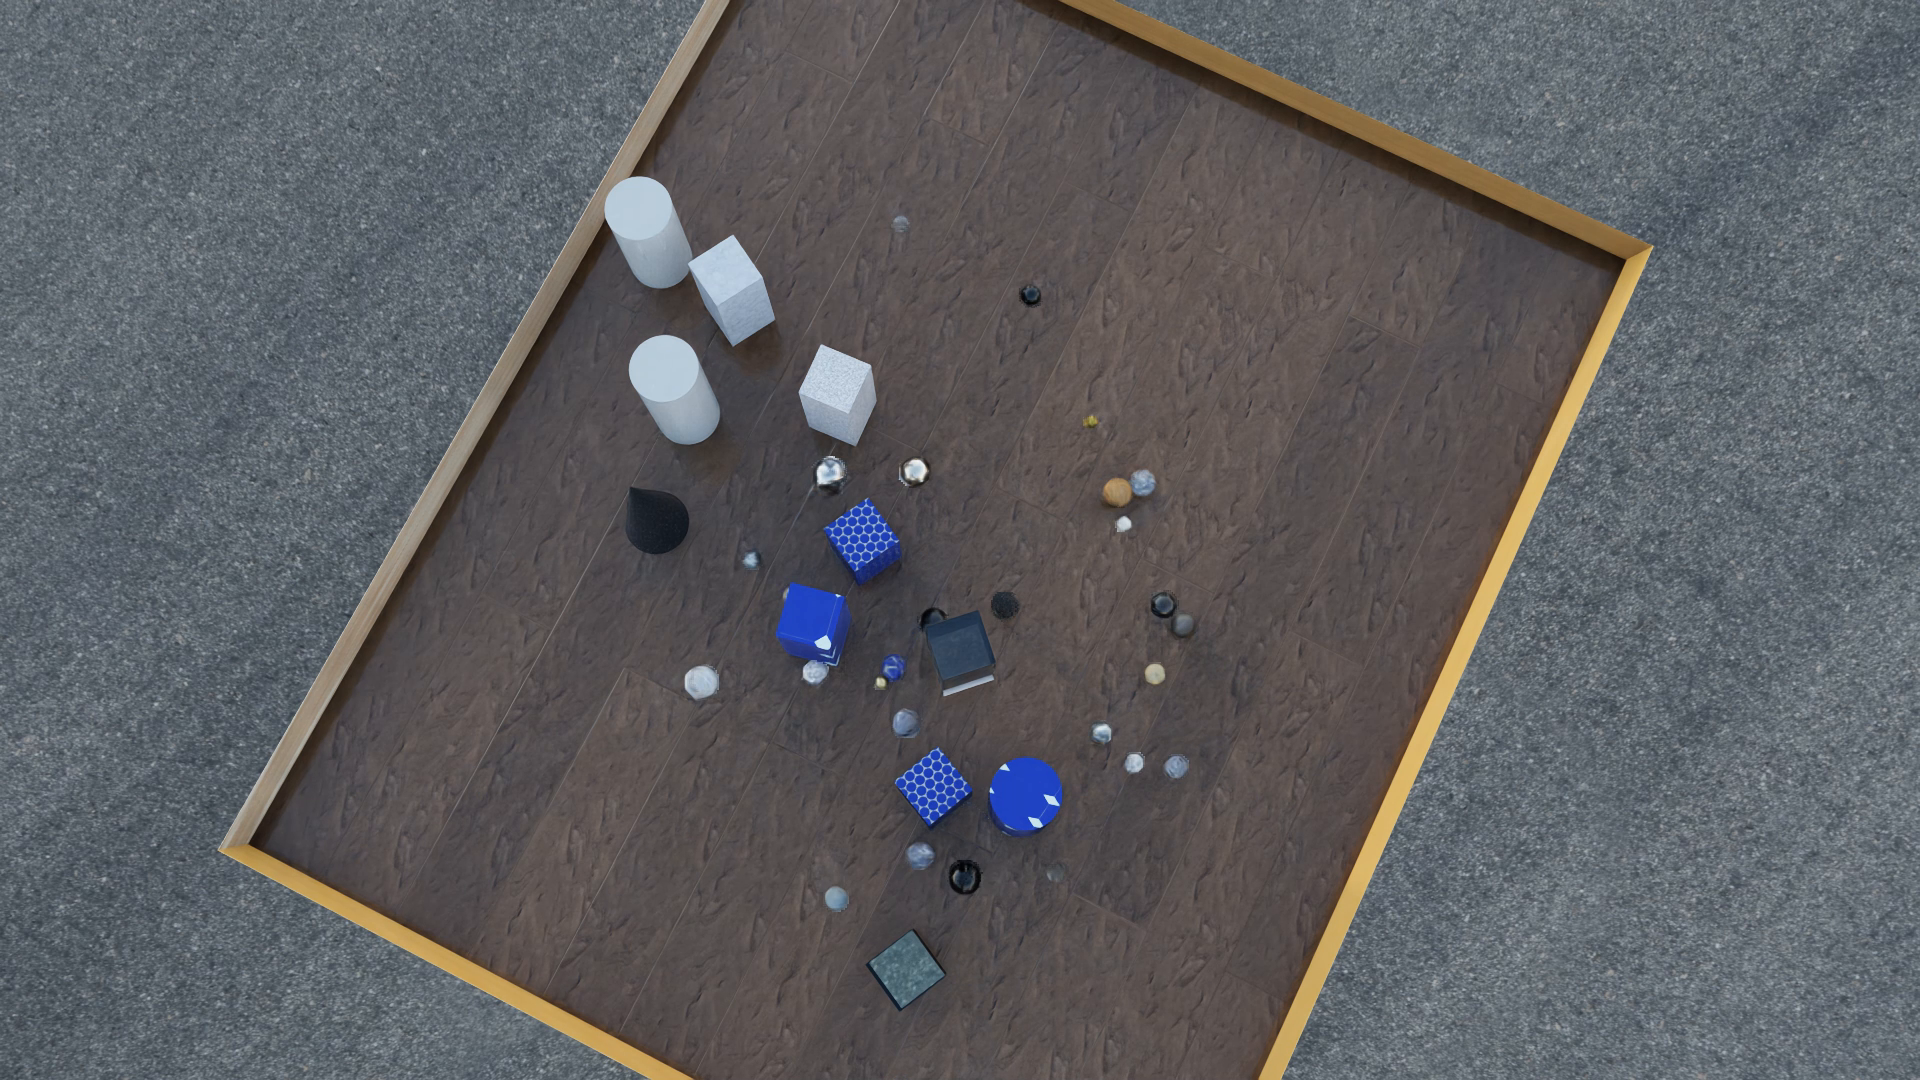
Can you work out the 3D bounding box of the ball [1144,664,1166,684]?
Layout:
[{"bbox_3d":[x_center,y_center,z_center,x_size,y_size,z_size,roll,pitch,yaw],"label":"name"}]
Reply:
[{"bbox_3d":[0.585,0.402,5.501,0.063,0.063,0.063,0,78,0],"label":"ball"}]

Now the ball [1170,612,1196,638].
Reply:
[{"bbox_3d":[0.674,0.259,5.523,0.078,0.078,0.078,0,78,0],"label":"ball"}]

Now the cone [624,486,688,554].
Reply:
[{"bbox_3d":[-0.931,-0.102,5.396,0.199,0.474,0.199,0,78,0],"label":"cone"}]

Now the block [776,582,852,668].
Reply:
[{"bbox_3d":[-0.426,0.252,5.381,0.159,0.359,0.159,15,79,3],"label":"block"}]

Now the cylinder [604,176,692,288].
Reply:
[{"bbox_3d":[-0.946,-0.933,5.595,0.199,0.420,0.199,0,78,0],"label":"cylinder"}]

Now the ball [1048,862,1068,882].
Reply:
[{"bbox_3d":[0.286,0.978,5.385,0.058,0.058,0.058,0,78,0],"label":"ball"}]

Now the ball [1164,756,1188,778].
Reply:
[{"bbox_3d":[0.642,0.675,5.443,0.066,0.066,0.066,0,78,0],"label":"ball"}]

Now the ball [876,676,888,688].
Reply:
[{"bbox_3d":[-0.234,0.427,5.507,0.041,0.041,0.041,0,78,0],"label":"ball"}]

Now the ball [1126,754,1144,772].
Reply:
[{"bbox_3d":[0.519,0.664,5.452,0.054,0.054,0.054,0,78,0],"label":"ball"}]

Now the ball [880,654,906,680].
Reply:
[{"bbox_3d":[-0.200,0.381,5.497,0.076,0.076,0.076,0,78,0],"label":"ball"}]

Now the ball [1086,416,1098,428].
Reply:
[{"bbox_3d":[0.408,-0.366,5.672,0.040,0.040,0.040,0,78,0],"label":"ball"}]

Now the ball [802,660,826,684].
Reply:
[{"bbox_3d":[-0.436,0.395,5.493,0.072,0.072,0.072,0,78,0],"label":"ball"}]

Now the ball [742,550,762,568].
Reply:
[{"bbox_3d":[-0.633,0.059,5.575,0.057,0.057,0.057,0,78,0],"label":"ball"}]

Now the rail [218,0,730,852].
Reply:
[{"bbox_3d":[-1.328,-0.643,5.683,0.045,0.129,3.571,26,80,5],"label":"rail"}]

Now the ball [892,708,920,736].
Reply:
[{"bbox_3d":[-0.160,0.545,5.461,0.084,0.084,0.084,0,78,0],"label":"ball"}]

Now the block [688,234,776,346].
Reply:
[{"bbox_3d":[-0.691,-0.753,5.574,0.159,0.389,0.159,-34,80,-7],"label":"block"}]

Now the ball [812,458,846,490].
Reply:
[{"bbox_3d":[-0.401,-0.200,5.607,0.099,0.099,0.099,0,78,0],"label":"ball"}]

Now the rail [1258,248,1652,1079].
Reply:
[{"bbox_3d":[1.328,0.657,5.414,0.045,0.129,3.571,26,80,5],"label":"rail"}]

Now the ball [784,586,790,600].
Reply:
[{"bbox_3d":[-0.507,0.166,5.553,0.057,0.057,0.057,0,78,0],"label":"ball"}]

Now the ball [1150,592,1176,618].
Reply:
[{"bbox_3d":[0.615,0.197,5.535,0.079,0.079,0.079,0,78,0],"label":"ball"}]

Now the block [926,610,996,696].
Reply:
[{"bbox_3d":[0.002,0.334,5.355,0.159,0.377,0.159,-18,79,-4],"label":"block"}]

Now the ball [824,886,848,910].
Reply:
[{"bbox_3d":[-0.364,1.048,5.366,0.067,0.067,0.067,0,78,0],"label":"ball"}]

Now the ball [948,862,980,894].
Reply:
[{"bbox_3d":[0.014,0.990,5.363,0.095,0.095,0.095,0,78,0],"label":"ball"}]

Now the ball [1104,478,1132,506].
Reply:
[{"bbox_3d":[0.481,-0.146,5.602,0.087,0.087,0.087,0,78,0],"label":"ball"}]

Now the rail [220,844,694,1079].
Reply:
[{"bbox_3d":[-0.788,1.550,5.229,3.016,0.129,0.045,26,80,5],"label":"rail"}]

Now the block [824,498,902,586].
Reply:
[{"bbox_3d":[-0.289,0.009,5.491,0.159,0.243,0.159,-35,80,-7],"label":"block"}]

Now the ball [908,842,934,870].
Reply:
[{"bbox_3d":[-0.115,0.926,5.384,0.080,0.080,0.080,0,78,0],"label":"ball"}]

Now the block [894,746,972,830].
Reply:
[{"bbox_3d":[-0.076,0.724,5.333,0.159,0.261,0.159,-39,81,-7],"label":"block"}]

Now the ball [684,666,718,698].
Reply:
[{"bbox_3d":[-0.775,0.426,5.479,0.098,0.098,0.098,0,78,0],"label":"ball"}]

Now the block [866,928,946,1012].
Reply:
[{"bbox_3d":[-0.151,1.220,5.212,0.159,0.299,0.159,-36,81,-7],"label":"block"}]

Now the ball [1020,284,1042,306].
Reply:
[{"bbox_3d":[0.223,-0.766,5.742,0.065,0.065,0.065,0,78,0],"label":"ball"}]

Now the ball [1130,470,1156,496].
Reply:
[{"bbox_3d":[0.560,-0.175,5.612,0.081,0.081,0.081,0,78,0],"label":"ball"}]

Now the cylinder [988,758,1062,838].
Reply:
[{"bbox_3d":[0.181,0.740,5.236,0.199,0.446,0.199,0,78,0],"label":"cylinder"}]

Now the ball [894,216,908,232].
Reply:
[{"bbox_3d":[-0.187,-1.001,5.799,0.048,0.048,0.048,0,78,0],"label":"ball"}]

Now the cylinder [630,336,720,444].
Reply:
[{"bbox_3d":[-0.845,-0.441,5.464,0.199,0.478,0.199,0,78,0],"label":"cylinder"}]

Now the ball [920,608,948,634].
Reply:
[{"bbox_3d":[-0.079,0.247,5.522,0.085,0.085,0.085,0,78,0],"label":"ball"}]

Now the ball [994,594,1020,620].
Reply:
[{"bbox_3d":[0.140,0.200,5.535,0.079,0.079,0.079,0,78,0],"label":"ball"}]

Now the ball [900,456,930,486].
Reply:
[{"bbox_3d":[-0.136,-0.211,5.613,0.092,0.092,0.092,0,78,0],"label":"ball"}]

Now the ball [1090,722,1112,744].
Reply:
[{"bbox_3d":[0.420,0.576,5.464,0.065,0.065,0.065,0,78,0],"label":"ball"}]

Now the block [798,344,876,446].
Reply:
[{"bbox_3d":[-0.364,-0.430,5.513,0.159,0.378,0.159,23,79,5],"label":"block"}]

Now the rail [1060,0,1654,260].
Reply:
[{"bbox_3d":[0.788,-1.536,5.868,3.016,0.129,0.045,26,80,5],"label":"rail"}]

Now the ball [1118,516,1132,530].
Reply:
[{"bbox_3d":[0.503,-0.049,5.605,0.043,0.043,0.043,0,78,0],"label":"ball"}]
